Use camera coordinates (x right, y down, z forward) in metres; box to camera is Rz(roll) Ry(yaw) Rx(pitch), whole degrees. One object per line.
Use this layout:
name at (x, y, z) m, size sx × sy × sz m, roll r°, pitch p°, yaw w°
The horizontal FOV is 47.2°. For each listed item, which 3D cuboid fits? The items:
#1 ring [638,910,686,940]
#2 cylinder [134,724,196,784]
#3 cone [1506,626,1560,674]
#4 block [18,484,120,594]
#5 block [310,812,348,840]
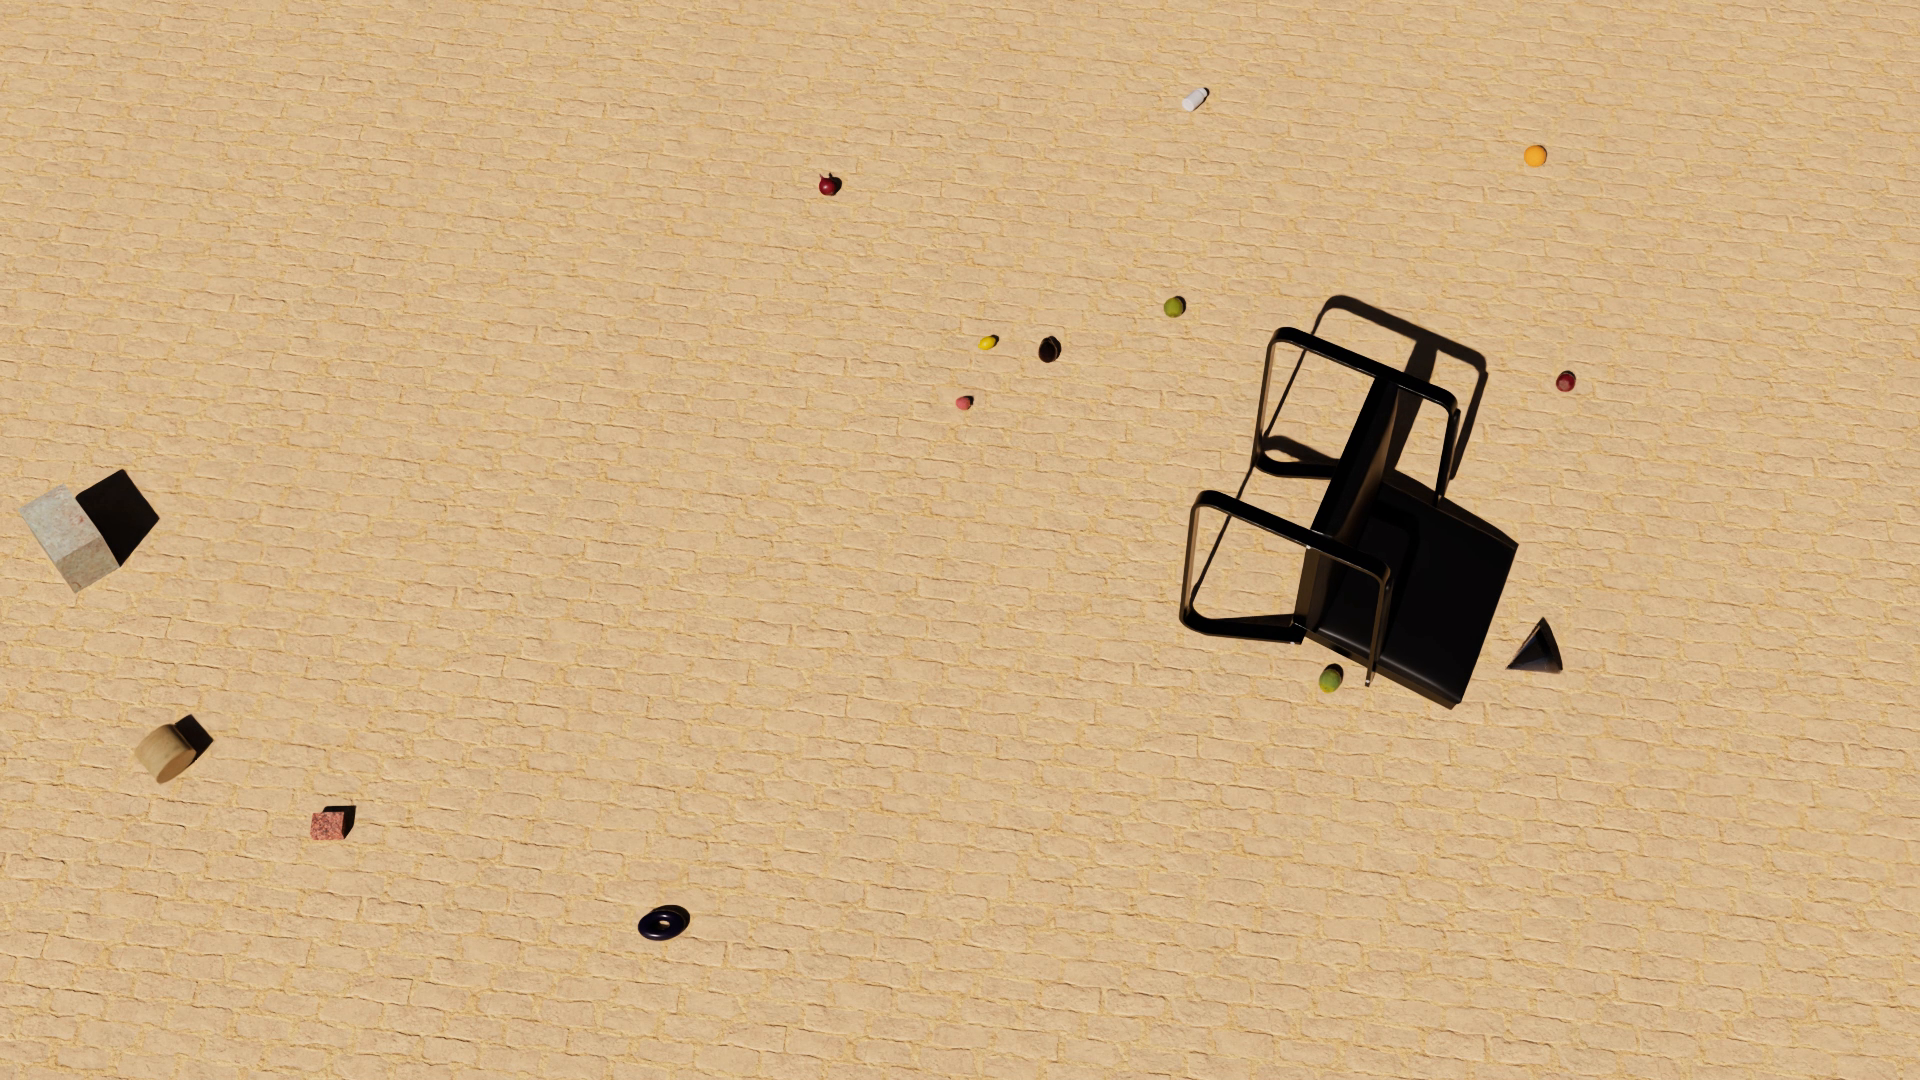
ring at (-0.796, 1.028, 5.864) m, size 0.128 × 0.034 × 0.087 m, roll -5°, pitch 55°, yaw -2°
cylinder at (-2.215, 0.595, 6.127) m, size 0.131 × 0.077 × 0.114 m, roll -43°, pitch 66°, yaw -13°
cone at (1.629, 0.343, 6.310) m, size 0.137 × 0.122 × 0.161 m, roll -25°, pitch 50°, yaw 13°
block at (-2.622, -0.005, 6.474) m, size 0.148 × 0.171 × 0.240 m, roll -34°, pitch 63°, yaw -21°
block at (-1.729, 0.784, 6.024) m, size 0.085 × 0.040 × 0.064 m, roll -2°, pitch 56°, yaw -1°
